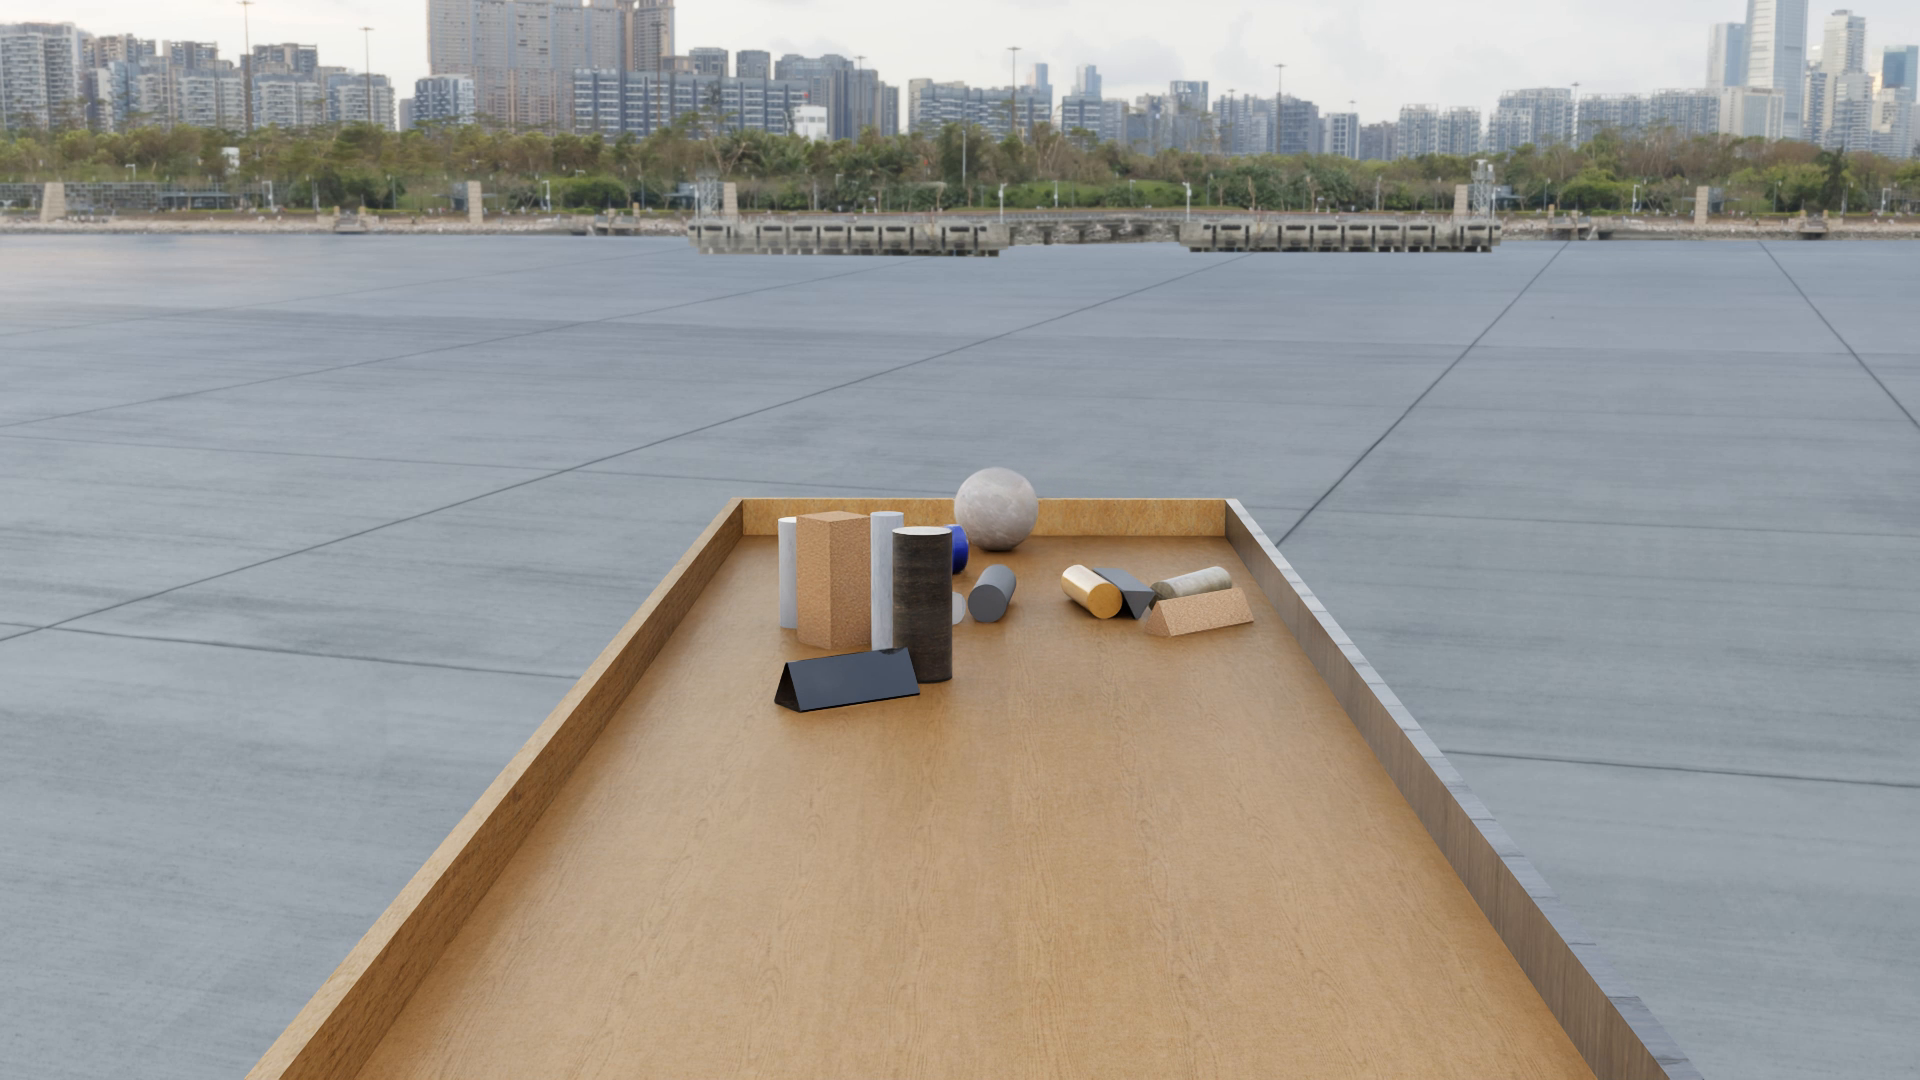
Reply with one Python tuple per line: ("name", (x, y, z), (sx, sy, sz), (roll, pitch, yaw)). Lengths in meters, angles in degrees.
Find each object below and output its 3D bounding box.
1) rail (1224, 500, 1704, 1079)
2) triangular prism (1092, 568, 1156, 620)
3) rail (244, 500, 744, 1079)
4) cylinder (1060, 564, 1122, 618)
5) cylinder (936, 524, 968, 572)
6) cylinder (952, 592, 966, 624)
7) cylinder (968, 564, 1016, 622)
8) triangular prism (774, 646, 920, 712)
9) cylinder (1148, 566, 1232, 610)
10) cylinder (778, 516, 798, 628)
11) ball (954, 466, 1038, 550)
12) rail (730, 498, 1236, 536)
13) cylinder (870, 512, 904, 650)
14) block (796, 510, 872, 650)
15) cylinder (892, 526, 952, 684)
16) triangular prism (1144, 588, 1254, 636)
("rail", (1.046, 0.843, 3.208), (0.050, 0.150, 12.000), (0, 9, 1))
("triangular prism", (0.543, 0.160, 7.533), (0.096, 0.111, 0.456), (33, 2, -13))
("rail", (-1.004, 0.839, 3.234), (0.050, 0.150, 12.000), (0, 9, 1))
("cylinder", (0.448, 0.175, 7.522), (0.120, 0.120, 0.372), (-2, 9, -11))
("cylinder", (-0.178, 0.044, 8.168), (0.381, 0.177, 0.177), (-4, 10, -26))
("cylinder", (-0.140, 0.206, 7.368), (0.106, 0.106, 0.349), (-9, 13, -44))
("cylinder", (0.111, 0.179, 7.468), (0.129, 0.129, 0.399), (1, 9, 6))
("triangular prism", (-0.316, 0.382, 6.175), (0.390, 0.126, 0.146), (-6, 11, -33))
("cylinder", (0.788, 0.175, 7.532), (0.118, 0.118, 0.372), (7, 11, 36))
("cylinder", (-0.533, 0.107, 7.214), (0.122, 0.351, 0.122), (0, 9, 0))
("ball", (0.145, -0.124, 8.726), (0.333, 0.333, 0.333), (0, 9, 0))
("rail", (0.099, -0.098, 9.147), (2.100, 0.150, 0.050), (0, 9, 1))
("cylinder", (-0.221, 0.140, 6.707), (0.100, 0.445, 0.100), (0, 9, 0))
("block", (-0.395, 0.124, 6.935), (0.171, 0.404, 0.171), (-8, 12, -41))
("cylinder", (-0.109, 0.188, 6.429), (0.175, 0.434, 0.175), (0, 8, 0))
("triangular prism", (0.784, 0.230, 7.198), (0.394, 0.107, 0.124), (-8, 12, -40))
